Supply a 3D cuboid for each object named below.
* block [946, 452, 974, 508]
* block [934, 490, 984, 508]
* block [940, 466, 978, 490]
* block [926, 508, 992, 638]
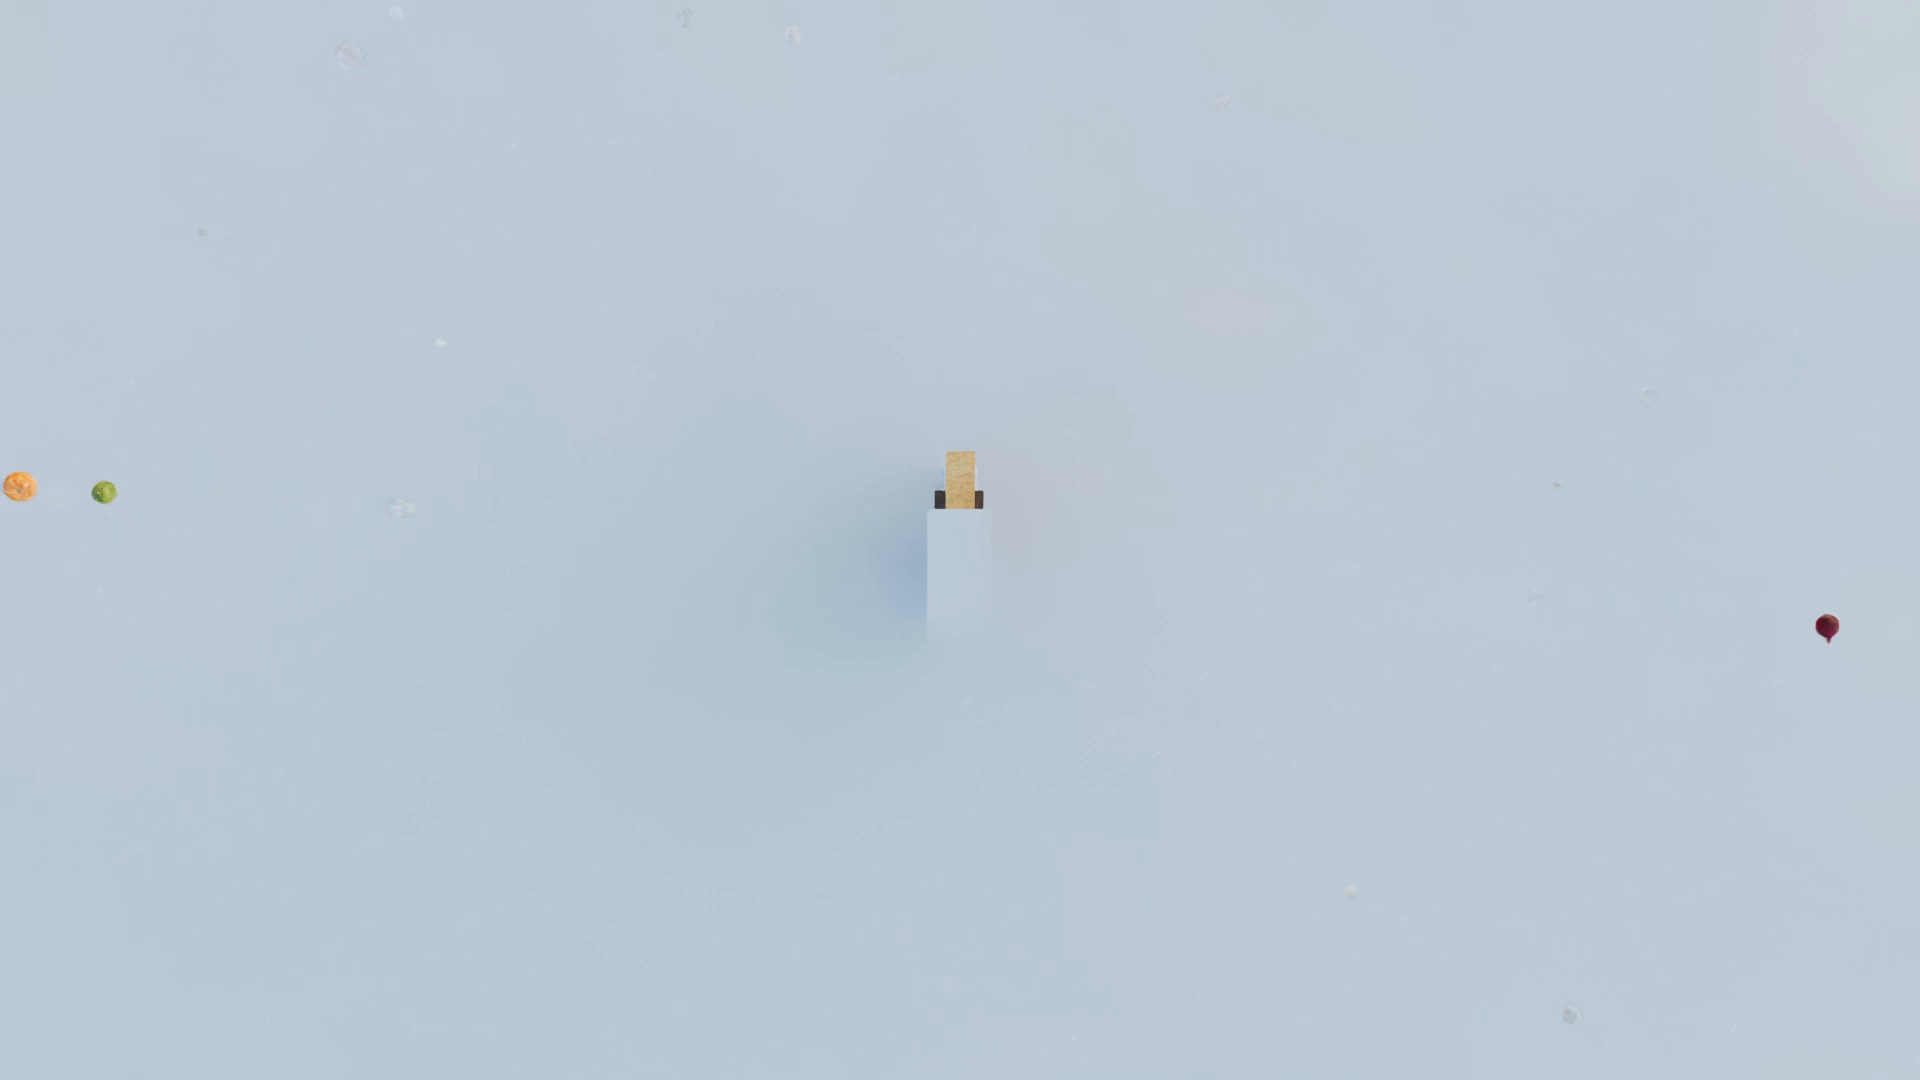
[{"bbox_3d":[0.001,-0.165,4.551,0.080,0.023,0.159,0,90,0],"label":"block"},{"bbox_3d":[-0.003,-0.001,4.742,0.141,0.040,0.283,0,90,0],"label":"block"},{"bbox_3d":[-0.004,-0.113,5.241,0.121,0.034,0.242,0,90,0],"label":"block"},{"bbox_3d":[-0.002,0.084,4.195,0.162,0.046,0.325,0,90,0],"label":"block"}]
